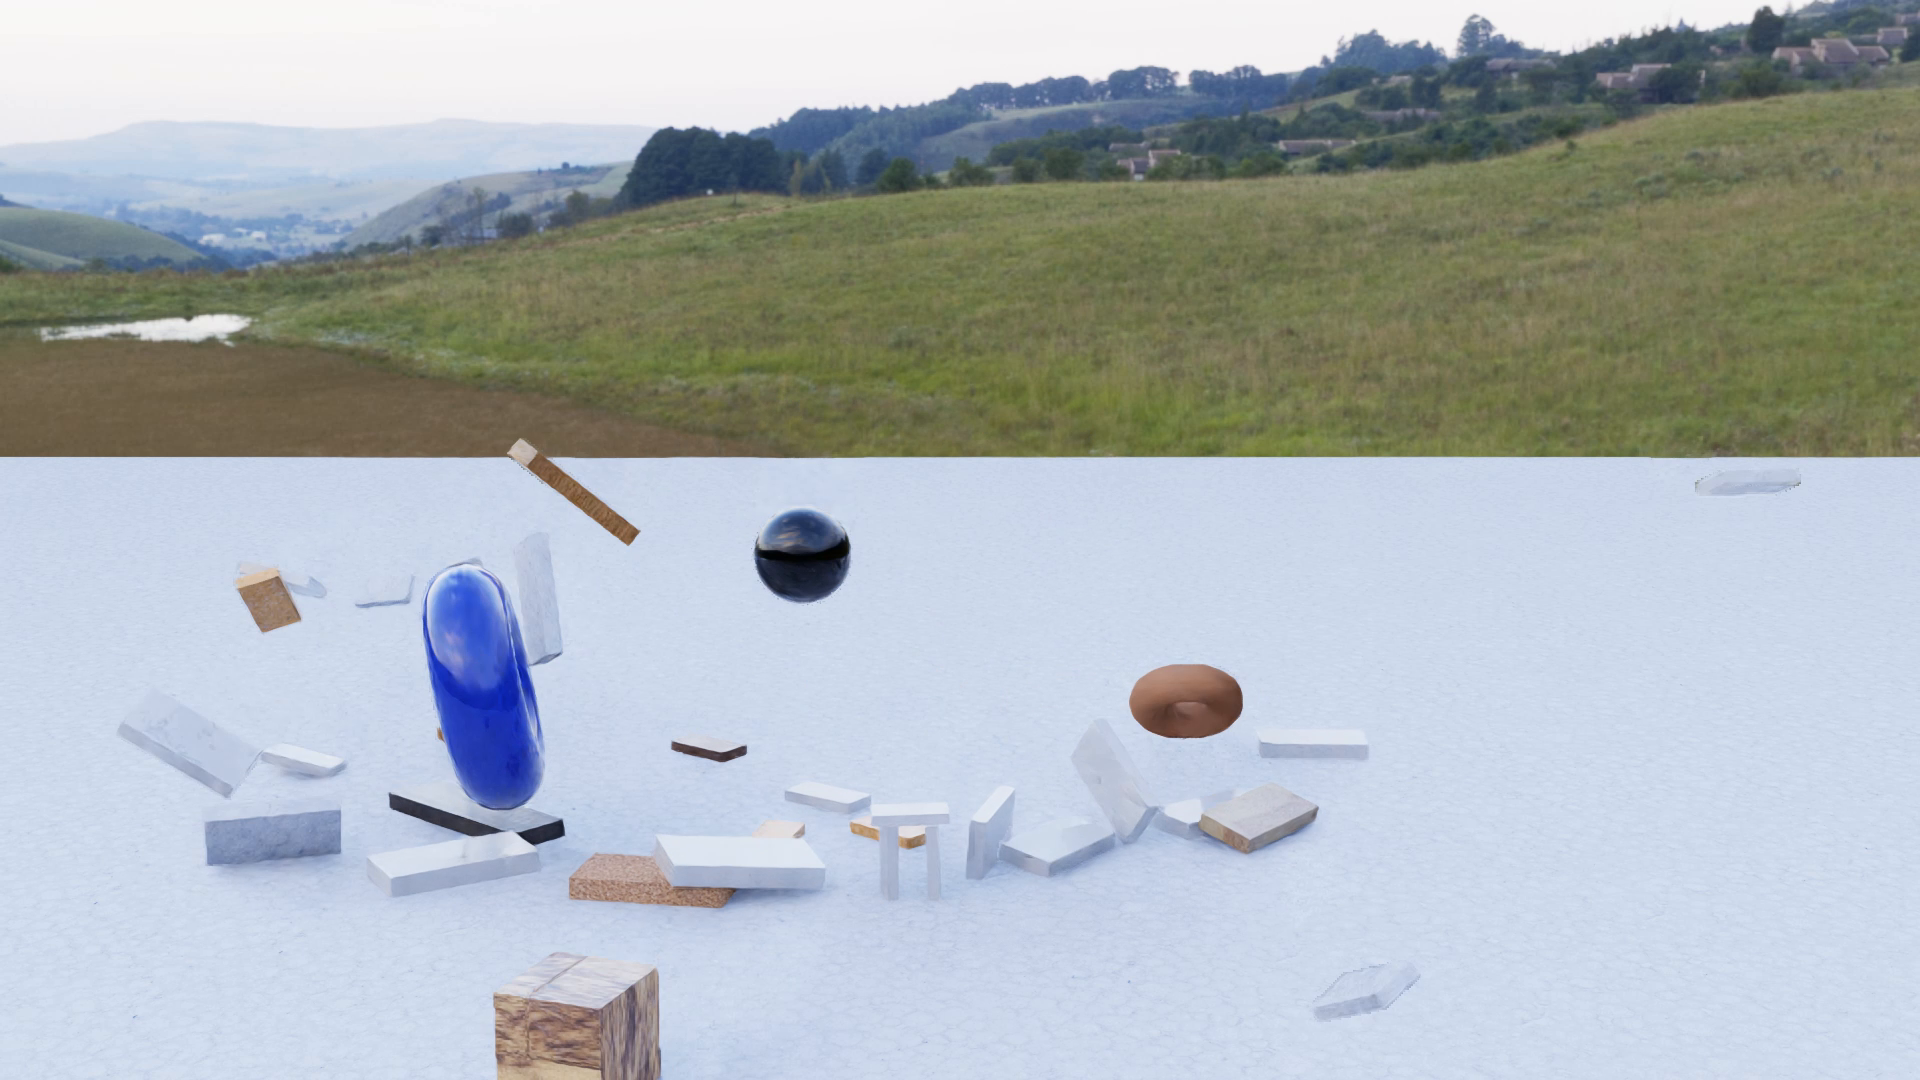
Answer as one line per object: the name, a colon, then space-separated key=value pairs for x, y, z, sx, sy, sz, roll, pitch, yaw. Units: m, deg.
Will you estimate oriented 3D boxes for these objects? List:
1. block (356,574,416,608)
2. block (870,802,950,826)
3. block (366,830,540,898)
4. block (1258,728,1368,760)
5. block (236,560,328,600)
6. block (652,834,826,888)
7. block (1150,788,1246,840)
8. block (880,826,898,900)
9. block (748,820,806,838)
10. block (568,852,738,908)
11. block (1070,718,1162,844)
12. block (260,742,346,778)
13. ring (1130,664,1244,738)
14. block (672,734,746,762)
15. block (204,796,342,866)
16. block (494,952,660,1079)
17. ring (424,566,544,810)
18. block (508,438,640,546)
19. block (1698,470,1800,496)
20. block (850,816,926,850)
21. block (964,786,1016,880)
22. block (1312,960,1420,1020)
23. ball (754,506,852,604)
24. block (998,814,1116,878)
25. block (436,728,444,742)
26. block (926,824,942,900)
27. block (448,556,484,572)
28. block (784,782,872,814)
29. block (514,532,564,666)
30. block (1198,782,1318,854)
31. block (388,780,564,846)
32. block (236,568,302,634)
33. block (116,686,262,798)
block: x=-1.122 y=0.099 z=4.296 sx=0.114 sy=0.057 sz=0.016 roll=-6 pitch=-31 yaw=16
block: x=-0.084 y=0.455 z=3.646 sx=0.128 sy=0.018 sz=0.064 roll=-1 pitch=11 yaw=-5
block: x=-0.866 y=0.554 z=3.762 sx=0.261 sy=0.037 sz=0.131 roll=-7 pitch=12 yaw=-32
block: x=0.722 y=0.418 z=4.510 sx=0.216 sy=0.031 sz=0.108 roll=1 pitch=11 yaw=3
block: x=-1.380 y=0.082 z=4.477 sx=0.164 sy=0.023 sz=0.082 roll=11 pitch=-18 yaw=14
block: x=-0.368 y=0.536 z=3.663 sx=0.261 sy=0.037 sz=0.131 roll=5 pitch=13 yaw=-23
block: x=0.466 y=0.504 z=4.048 sx=0.216 sy=0.031 sz=0.108 roll=-8 pitch=13 yaw=-35
block: x=-0.118 y=0.528 z=3.654 sx=0.018 sy=0.128 sz=0.064 roll=-3 pitch=11 yaw=-14
block: x=-0.333 y=0.533 z=3.918 sx=0.073 sy=0.021 sz=0.147 roll=3 pitch=11 yaw=13
block: x=-0.507 y=0.569 z=3.680 sx=0.261 sy=0.037 sz=0.131 roll=2 pitch=11 yaw=9
block: x=0.278 y=0.433 z=3.953 sx=0.029 sy=0.103 sz=0.207 roll=-2 pitch=45 yaw=-35
block: x=-1.302 y=0.437 z=4.364 sx=0.147 sy=0.021 sz=0.073 roll=13 pitch=10 yaw=9
ring: x=0.447 y=0.319 z=4.342 sx=0.226 sy=0.075 sz=0.226 roll=2 pitch=-34 yaw=1
block: x=-0.514 y=0.425 z=4.501 sx=0.143 sy=0.020 sz=0.072 roll=8 pitch=13 yaw=36
block: x=-1.191 y=0.505 z=3.815 sx=0.224 sy=0.112 sz=0.032 roll=-3 pitch=41 yaw=-18
block: x=-0.503 y=0.653 z=2.902 sx=0.156 sy=0.156 sz=0.156 roll=4 pitch=11 yaw=20
ring: x=-0.824 y=0.256 z=3.815 sx=0.144 sy=0.433 sz=0.433 roll=-12 pitch=12 yaw=-8
block: x=-0.741 y=-0.092 z=4.220 sx=0.261 sy=0.037 sz=0.130 roll=41 pitch=-6 yaw=-30
block: x=1.494 y=-0.107 z=4.169 sx=0.164 sy=0.023 sz=0.082 roll=-2 pitch=-15 yaw=-17
block: x=-0.120 y=0.524 z=3.966 sx=0.147 sy=0.021 sz=0.073 roll=9 pitch=14 yaw=41
block: x=0.054 y=0.507 z=3.824 sx=0.029 sy=0.104 sz=0.207 roll=8 pitch=12 yaw=14
block: x=0.407 y=0.453 z=2.211 sx=0.057 sy=0.016 sz=0.114 roll=-34 pitch=-1 yaw=-31
ball: x=-0.248 y=0.023 z=3.465 sx=0.155 sy=0.155 sz=0.155 roll=0 pitch=11 yaw=0
block: x=0.172 y=0.535 z=3.849 sx=0.103 sy=0.029 sz=0.207 roll=17 pitch=18 yaw=34
block: x=-0.985 y=0.394 z=4.484 sx=0.143 sy=0.020 sz=0.072 roll=-11 pitch=-26 yaw=20
block: x=-0.044 y=0.528 z=3.654 sx=0.018 sy=0.128 sz=0.064 roll=-1 pitch=10 yaw=4
block: x=-0.967 y=0.169 z=4.475 sx=0.037 sy=0.267 sz=0.131 roll=-18 pitch=5 yaw=2
block: x=-0.250 y=0.488 z=4.165 sx=0.153 sy=0.020 sz=0.072 roll=7 pitch=13 yaw=34
block: x=-0.900 y=0.127 z=4.694 sx=0.037 sy=0.261 sz=0.130 roll=-4 pitch=-12 yaw=-29
block: x=0.540 y=0.500 z=3.970 sx=0.108 sy=0.031 sz=0.216 roll=26 pitch=28 yaw=36
block: x=-0.892 y=0.504 z=4.045 sx=0.376 sy=0.032 sz=0.112 roll=9 pitch=14 yaw=40
block: x=-1.367 y=0.120 z=4.350 sx=0.082 sy=0.164 sz=0.023 roll=-18 pitch=57 yaw=-10
block: x=-1.379 y=0.362 z=3.938 sx=0.224 sy=0.032 sz=0.112 roll=32 pitch=31 yaw=-8
